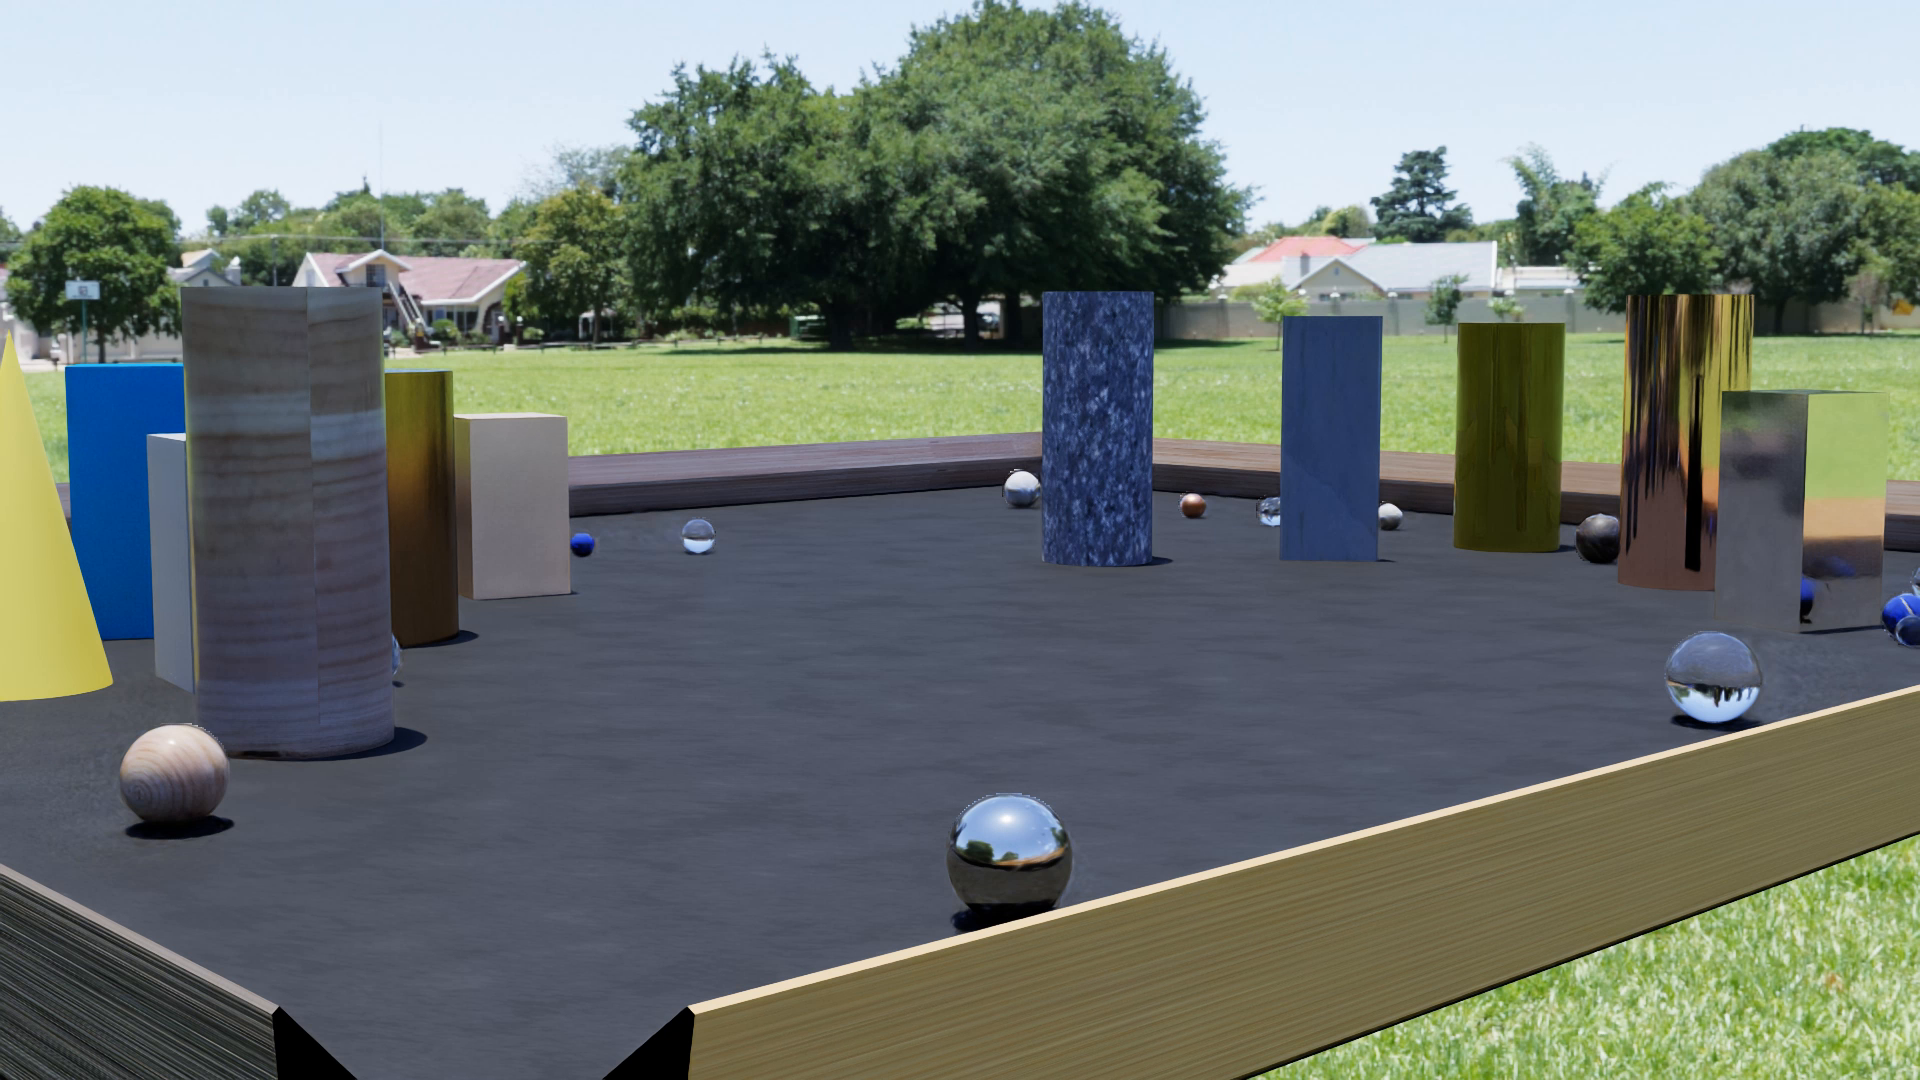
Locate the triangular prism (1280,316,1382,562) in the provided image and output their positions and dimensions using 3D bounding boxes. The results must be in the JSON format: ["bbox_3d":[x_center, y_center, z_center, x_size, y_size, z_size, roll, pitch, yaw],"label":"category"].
[{"bbox_3d":[0.666,-0.186,3.968,0.170,0.434,0.147,1,6,8],"label":"triangular prism"}]

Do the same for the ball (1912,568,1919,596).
[{"bbox_3d":[1.466,0.065,3.291,0.074,0.074,0.074,0,6,0],"label":"ball"}]

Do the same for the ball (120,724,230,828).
[{"bbox_3d":[-0.677,0.204,1.895,0.089,0.089,0.089,0,6,0],"label":"ball"}]

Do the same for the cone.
[{"bbox_3d":[-1.109,-0.037,2.587,0.196,0.424,0.196,0,6,0],"label":"cone"}]

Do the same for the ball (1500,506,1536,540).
[{"bbox_3d":[1.086,-0.034,4.278,0.066,0.066,0.066,0,6,0],"label":"ball"}]

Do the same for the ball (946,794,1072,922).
[{"bbox_3d":[0.036,0.232,1.605,0.092,0.092,0.092,0,6,0],"label":"ball"}]

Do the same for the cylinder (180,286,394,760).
[{"bbox_3d":[-0.687,-0.024,2.256,0.196,0.467,0.196,0,6,0],"label":"cylinder"}]

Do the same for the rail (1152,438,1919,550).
[{"bbox_3d":[1.317,-0.093,4.540,0.045,0.127,3.273,-5,8,-42],"label":"rail"}]

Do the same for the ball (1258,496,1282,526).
[{"bbox_3d":[0.646,-0.059,4.536,0.062,0.062,0.062,0,6,0],"label":"ball"}]

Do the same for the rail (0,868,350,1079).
[{"bbox_3d":[-1.317,0.160,2.123,0.045,0.127,3.273,-5,8,-42],"label":"rail"}]

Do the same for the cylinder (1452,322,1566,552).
[{"bbox_3d":[1.030,-0.196,4.125,0.196,0.421,0.196,0,6,0],"label":"cylinder"}]

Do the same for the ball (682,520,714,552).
[{"bbox_3d":[-0.481,-0.007,4.041,0.062,0.062,0.062,0,6,0],"label":"ball"}]

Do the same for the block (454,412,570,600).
[{"bbox_3d":[-0.721,-0.057,3.478,0.157,0.279,0.157,-3,7,-30],"label":"block"}]

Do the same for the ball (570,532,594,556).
[{"bbox_3d":[-0.683,0.009,3.978,0.043,0.043,0.043,0,6,0],"label":"ball"}]

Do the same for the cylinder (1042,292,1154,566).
[{"bbox_3d":[0.244,-0.201,3.905,0.196,0.476,0.196,0,6,0],"label":"cylinder"}]

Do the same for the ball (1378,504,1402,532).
[{"bbox_3d":[0.867,-0.046,4.444,0.055,0.055,0.055,0,6,0],"label":"ball"}]

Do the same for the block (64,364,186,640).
[{"bbox_3d":[-1.139,-0.058,3.048,0.157,0.369,0.157,-2,6,-15],"label":"block"}]

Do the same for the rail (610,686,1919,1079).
[{"bbox_3d":[1.094,0.156,2.153,3.631,0.127,0.045,-5,8,-42],"label":"rail"}]

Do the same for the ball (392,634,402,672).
[{"bbox_3d":[-0.702,0.137,2.612,0.073,0.073,0.073,0,6,0],"label":"ball"}]

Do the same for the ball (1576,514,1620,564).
[{"bbox_3d":[1.129,-0.002,3.871,0.087,0.087,0.087,0,6,0],"label":"ball"}]

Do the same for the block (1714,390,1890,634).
[{"bbox_3d":[1.192,-0.045,3.119,0.157,0.330,0.157,-3,7,-26],"label":"block"}]

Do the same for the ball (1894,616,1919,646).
[{"bbox_3d":[1.263,0.121,2.919,0.042,0.042,0.042,0,6,0],"label":"ball"}]

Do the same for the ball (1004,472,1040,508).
[{"bbox_3d":[0.141,-0.113,4.951,0.083,0.083,0.083,0,6,0],"label":"ball"}]

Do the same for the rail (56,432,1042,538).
[{"bbox_3d":[-1.094,-0.090,4.511,3.631,0.127,0.045,-5,8,-42],"label":"rail"}]

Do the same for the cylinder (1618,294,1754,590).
[{"bbox_3d":[1.177,-0.162,3.570,0.196,0.469,0.196,0,6,0],"label":"cylinder"}]

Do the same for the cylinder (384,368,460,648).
[{"bbox_3d":[-0.784,-0.048,2.981,0.196,0.363,0.196,0,6,0],"label":"cylinder"}]

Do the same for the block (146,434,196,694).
[{"bbox_3d":[-0.873,0.021,2.652,0.157,0.295,0.157,-4,7,-35],"label":"block"}]

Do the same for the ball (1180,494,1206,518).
[{"bbox_3d":[0.499,-0.073,4.709,0.054,0.054,0.054,0,6,0],"label":"ball"}]

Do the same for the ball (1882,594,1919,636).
[{"bbox_3d":[1.283,0.104,2.979,0.062,0.062,0.062,0,6,0],"label":"ball"}]

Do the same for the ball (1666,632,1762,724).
[{"bbox_3d":[0.815,0.149,2.377,0.098,0.098,0.098,0,6,0],"label":"ball"}]
